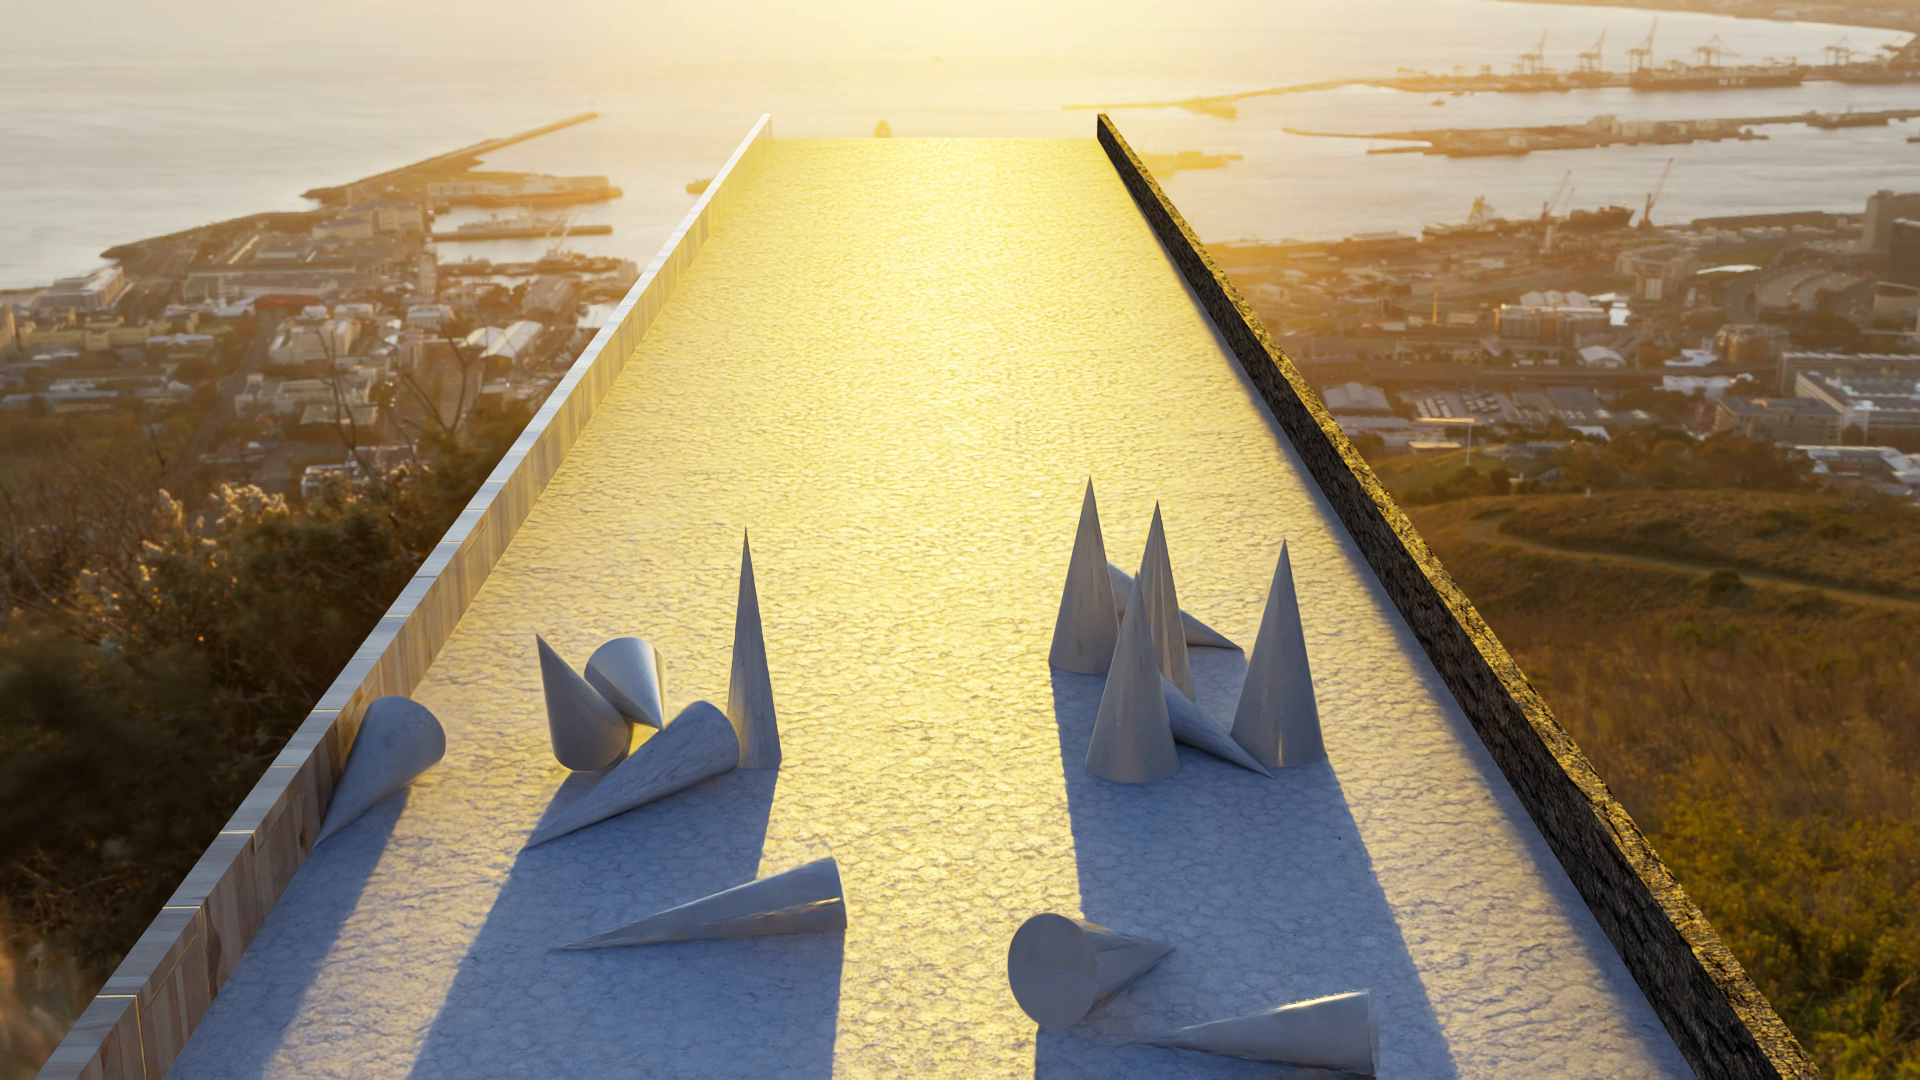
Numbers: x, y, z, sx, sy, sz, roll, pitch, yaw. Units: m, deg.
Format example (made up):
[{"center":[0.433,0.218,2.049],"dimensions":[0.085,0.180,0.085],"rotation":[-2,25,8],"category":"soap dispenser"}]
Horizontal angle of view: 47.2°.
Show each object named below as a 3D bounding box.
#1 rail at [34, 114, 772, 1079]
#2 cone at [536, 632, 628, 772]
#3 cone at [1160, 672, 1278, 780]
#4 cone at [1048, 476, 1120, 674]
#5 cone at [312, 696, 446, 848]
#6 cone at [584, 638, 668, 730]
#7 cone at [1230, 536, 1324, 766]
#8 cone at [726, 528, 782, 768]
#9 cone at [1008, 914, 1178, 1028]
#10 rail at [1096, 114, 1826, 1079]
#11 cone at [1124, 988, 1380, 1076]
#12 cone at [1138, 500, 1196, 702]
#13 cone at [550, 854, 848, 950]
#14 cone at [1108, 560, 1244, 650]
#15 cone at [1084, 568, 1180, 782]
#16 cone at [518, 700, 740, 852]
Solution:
[{"center":[-1.118,-0.838,7.780],"dimensions":[0.050,0.150,12.000],"rotation":[0,17,-1],"category":"rail"},{"center":[-0.677,0.250,3.756],"dimensions":[0.138,0.350,0.138],"rotation":[-4,55,6],"category":"cone"},{"center":[0.437,0.347,3.959],"dimensions":[0.118,0.118,0.388],"rotation":[-12,29,-36],"category":"cone"},{"center":[0.255,0.054,4.360],"dimensions":[0.157,0.391,0.157],"rotation":[0,17,0],"category":"cone"},{"center":[-1.007,0.417,3.689],"dimensions":[0.156,0.156,0.333],"rotation":[4,30,13],"category":"cone"},{"center":[-0.561,0.290,3.904],"dimensions":[0.157,0.157,0.395],"rotation":[-5,11,-17],"category":"cone"},{"center":[0.569,0.183,3.908],"dimensions":[0.176,0.400,0.176],"rotation":[0,17,0],"category":"cone"},{"center":[-0.371,0.179,3.862],"dimensions":[0.106,0.435,0.106],"rotation":[0,17,0],"category":"cone"},{"center":[0.222,0.591,3.106],"dimensions":[0.156,0.156,0.303],"rotation":[14,7,39],"category":"cone"},{"center":[0.932,-0.844,7.801],"dimensions":[0.050,0.150,12.000],"rotation":[0,17,-1],"category":"rail"},{"center":[0.379,0.658,2.915],"dimensions":[0.335,0.112,0.112],"rotation":[-6,15,15],"category":"cone"},{"center":[0.369,0.110,4.165],"dimensions":[0.169,0.395,0.169],"rotation":[0,17,0],"category":"cone"},{"center":[-0.392,0.561,3.243],"dimensions":[0.438,0.110,0.110],"rotation":[-10,18,-9],"category":"cone"},{"center":[0.424,0.171,4.506],"dimensions":[0.333,0.173,0.173],"rotation":[19,20,11],"category":"cone"},{"center":[0.305,0.222,3.840],"dimensions":[0.168,0.364,0.168],"rotation":[0,17,0],"category":"cone"},{"center":[-0.572,0.422,3.686],"dimensions":[0.139,0.139,0.437],"rotation":[14,30,38],"category":"cone"}]
